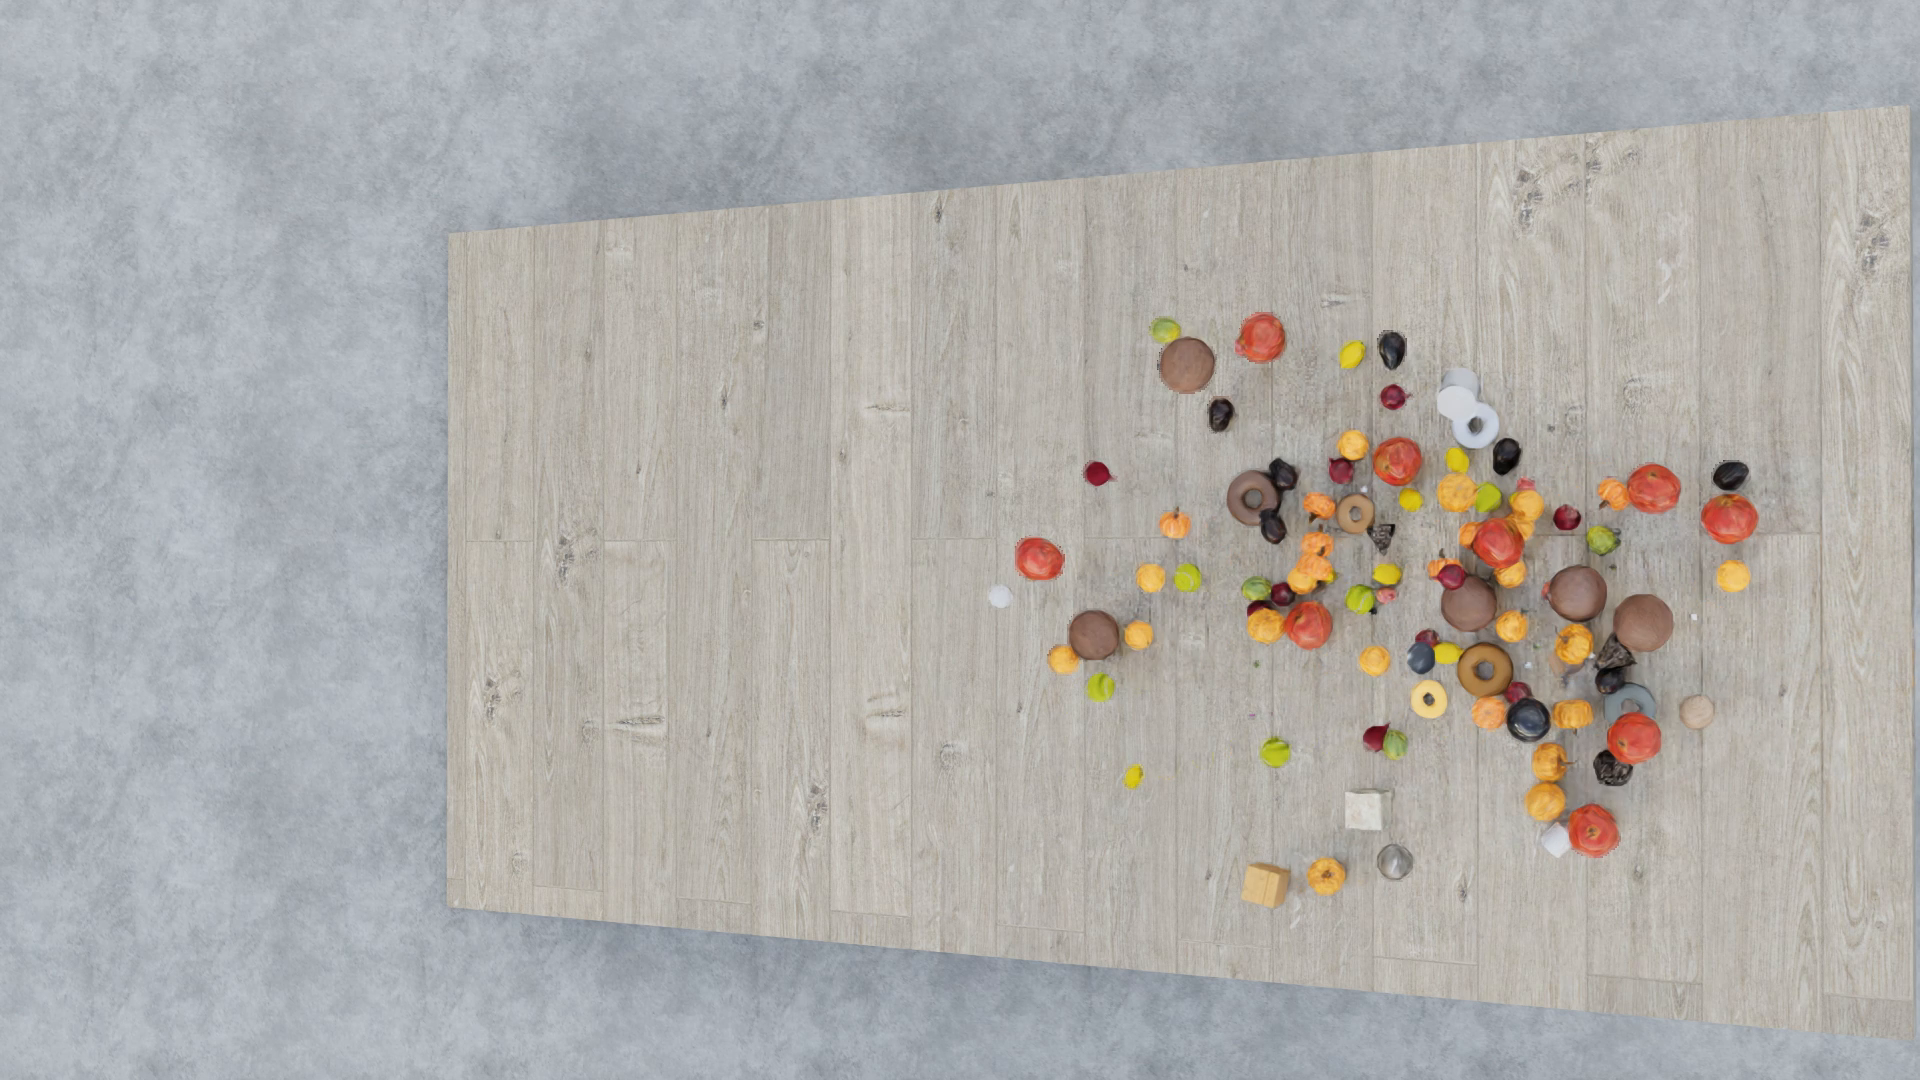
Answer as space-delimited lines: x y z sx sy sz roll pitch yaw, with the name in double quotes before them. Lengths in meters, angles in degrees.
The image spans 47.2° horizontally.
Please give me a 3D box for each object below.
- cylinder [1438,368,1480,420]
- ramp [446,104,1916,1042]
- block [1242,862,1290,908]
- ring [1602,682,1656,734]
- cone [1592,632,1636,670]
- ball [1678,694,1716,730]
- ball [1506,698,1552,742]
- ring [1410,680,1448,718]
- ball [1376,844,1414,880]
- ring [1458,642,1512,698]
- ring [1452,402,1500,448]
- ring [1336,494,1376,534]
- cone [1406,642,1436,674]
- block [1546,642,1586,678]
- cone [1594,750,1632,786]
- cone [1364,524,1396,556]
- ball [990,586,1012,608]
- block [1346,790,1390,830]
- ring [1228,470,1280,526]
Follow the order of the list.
"cylinder" 1.134 -0.331 4.995 0.087 0.087 0.087 10 124 15
"ramp" 0.278 0.079 5.660 4.000 0.100 2.000 0 89 27
"block" 0.738 0.832 5.312 0.082 0.082 0.082 13 95 27
"ring" 1.504 0.378 4.943 0.115 0.038 0.115 1 93 20
"cone" 1.448 0.266 4.917 0.091 0.091 0.091 -37 89 15
"ball" 1.628 0.380 4.860 0.078 0.078 0.078 0 89 0
"ball" 1.273 0.404 4.925 0.099 0.099 0.099 0 89 0
"ring" 1.100 0.374 5.155 0.092 0.031 0.092 3 95 36
"ball" 1.022 0.756 5.164 0.086 0.086 0.086 0 89 0
"ring" 1.216 0.302 5.093 0.130 0.043 0.130 0 90 27
"ring" 1.199 -0.267 5.112 0.111 0.037 0.111 0 91 27
"ring" 0.943 -0.062 5.244 0.098 0.033 0.098 0 91 27
"cone" 1.068 0.269 5.019 0.072 0.072 0.072 -3 85 38
"block" 1.376 0.274 4.991 0.054 0.054 0.054 -13 67 -18
"cone" 1.448 0.529 4.926 0.090 0.090 0.090 15 118 31
"cone" 0.998 0.004 5.193 0.076 0.076 0.076 -8 91 0
"ball" 0.105 0.146 5.659 0.060 0.060 0.060 0 89 0
"block" 0.965 0.637 5.196 0.084 0.084 0.084 -1 89 27
"ring" 0.715 -0.101 5.354 0.137 0.046 0.137 1 93 27
